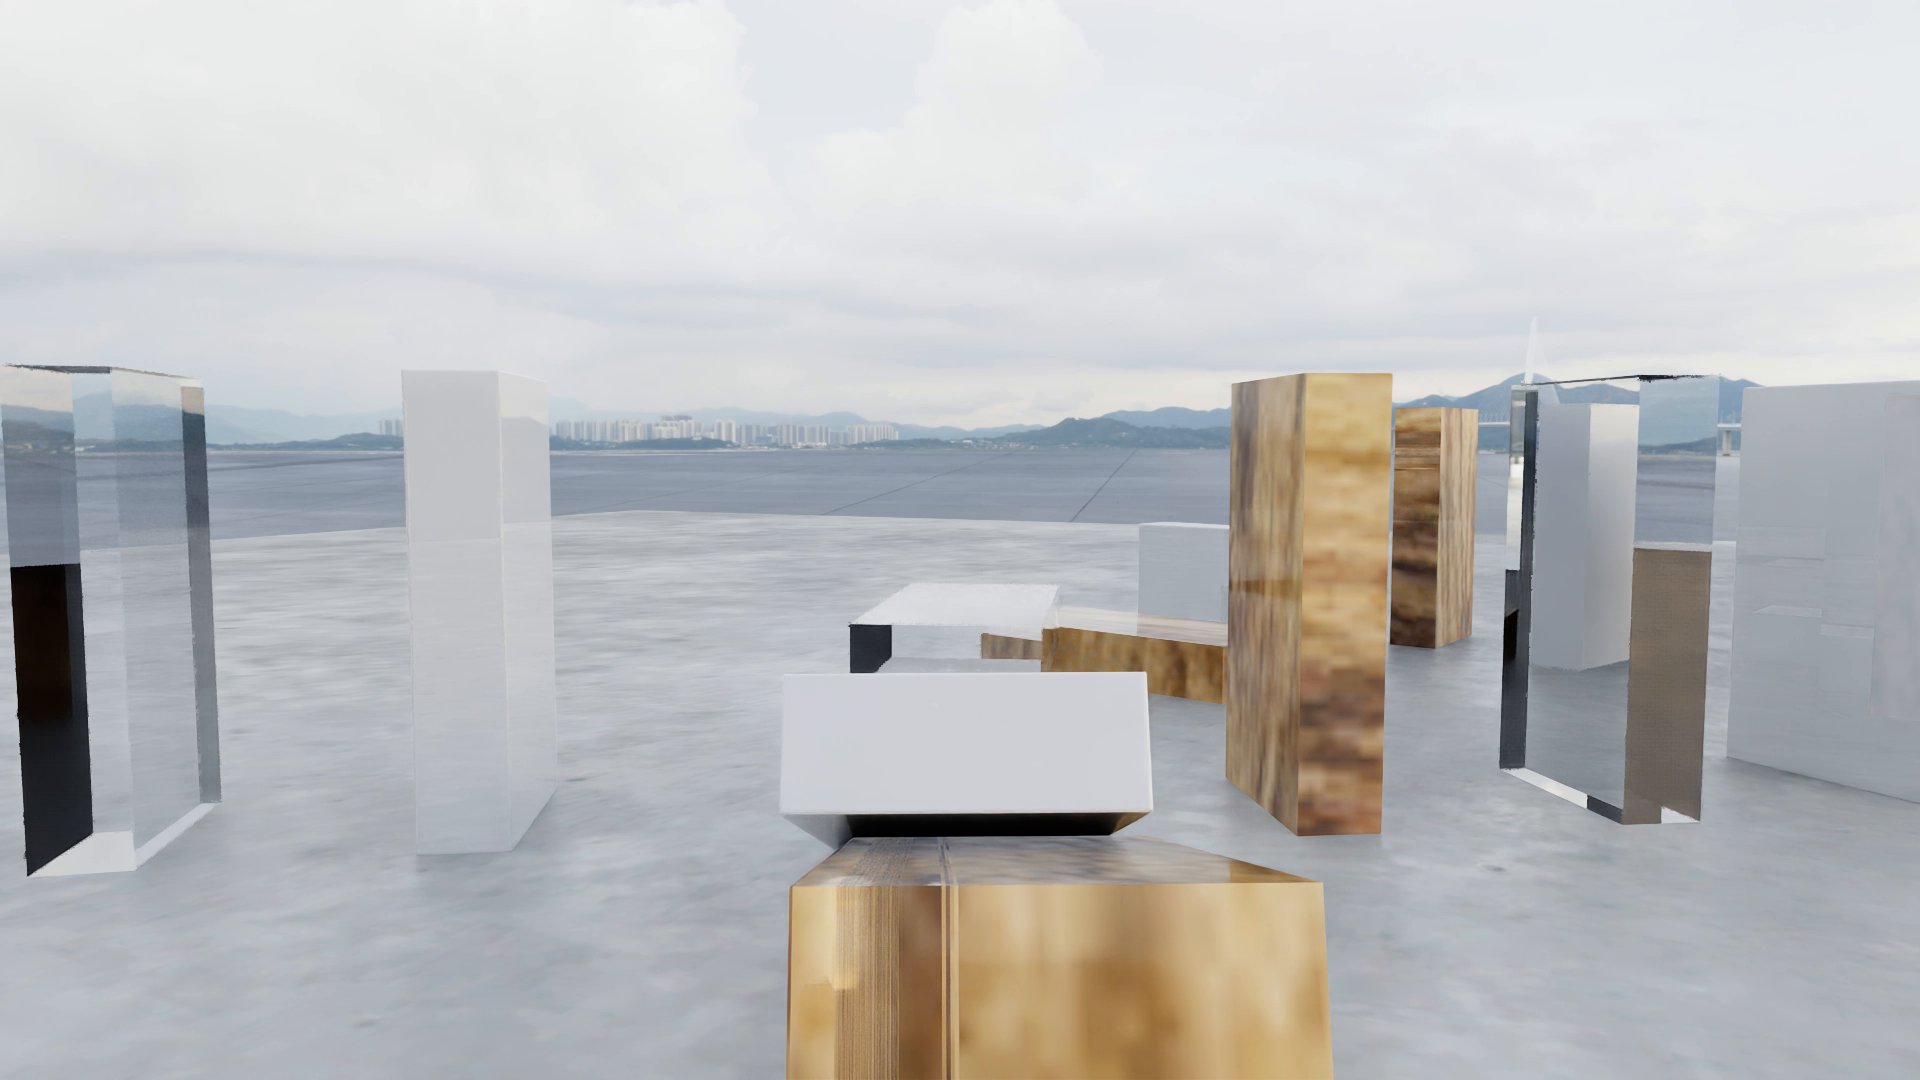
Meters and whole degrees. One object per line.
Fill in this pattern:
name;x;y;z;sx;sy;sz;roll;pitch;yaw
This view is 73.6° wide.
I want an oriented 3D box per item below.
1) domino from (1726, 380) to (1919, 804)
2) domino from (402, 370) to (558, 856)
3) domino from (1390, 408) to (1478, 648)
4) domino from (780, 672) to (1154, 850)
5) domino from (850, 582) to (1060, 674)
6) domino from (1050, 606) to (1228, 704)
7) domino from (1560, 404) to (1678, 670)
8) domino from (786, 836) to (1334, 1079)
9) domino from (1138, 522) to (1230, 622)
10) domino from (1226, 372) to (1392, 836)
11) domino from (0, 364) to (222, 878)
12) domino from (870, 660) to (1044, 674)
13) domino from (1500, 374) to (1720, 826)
domino;0.113;0.005;0.163;0.010;0.050;0.025;-2;5;-22
domino;-0.053;0.007;0.144;0.009;0.050;0.025;-1;4;-7
domino;0.103;-0.003;0.278;0.010;0.050;0.025;3;5;38
domino;0.000;0.021;0.111;0.025;0.009;0.050;0;-17;-1
domino;0.001;0.014;0.191;0.025;0.009;0.050;1;4;7
domino;0.033;0.020;0.236;0.050;0.009;0.025;4;6;42
domino;0.129;-0.001;0.252;0.025;0.050;0.010;-3;6;-39
domino;0.004;0.025;0.084;0.025;0.009;0.050;0;-10;-1
domino;0.060;0.010;0.269;0.050;0.025;0.010;4;6;44
domino;0.040;0.006;0.150;0.009;0.050;0.025;0;4;-6
domino;-0.090;0.007;0.137;0.010;0.050;0.025;-1;4;-12
domino;-0.002;0.025;0.171;0.025;0.009;0.050;0;4;4
domino;0.077;0.006;0.154;0.009;0.050;0.025;-1;4;-8
